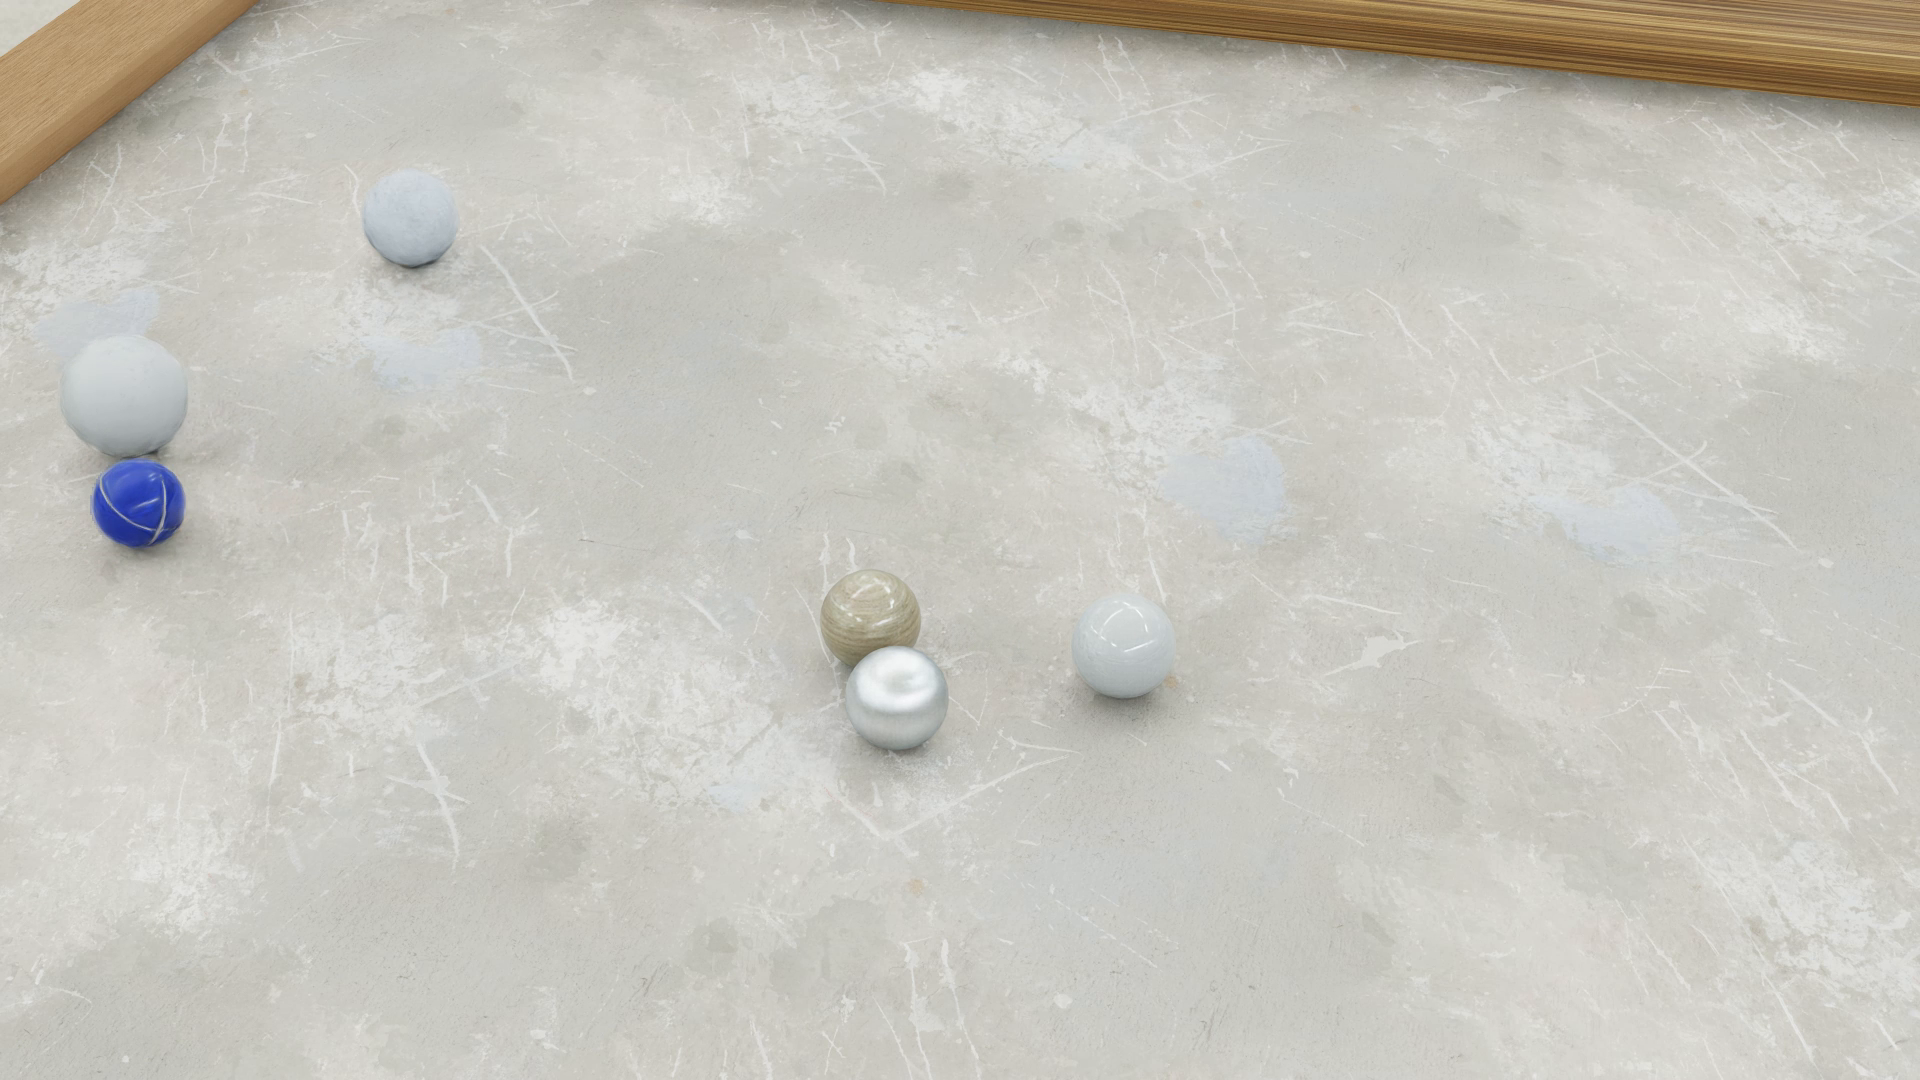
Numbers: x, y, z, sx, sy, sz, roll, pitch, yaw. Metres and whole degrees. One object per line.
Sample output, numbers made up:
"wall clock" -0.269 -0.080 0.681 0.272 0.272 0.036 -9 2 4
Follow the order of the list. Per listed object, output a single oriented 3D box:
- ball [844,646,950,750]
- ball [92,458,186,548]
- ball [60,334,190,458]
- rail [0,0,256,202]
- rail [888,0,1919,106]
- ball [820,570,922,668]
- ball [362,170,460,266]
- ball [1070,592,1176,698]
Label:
"ball" -0.043 0.107 1.747 0.071 0.071 0.071 0 34 0
"ball" -0.623 -0.028 1.949 0.068 0.068 0.068 0 34 0
"ball" -0.668 -0.116 2.052 0.099 0.099 0.099 0 34 0
"rail" -0.987 -0.167 2.099 0.045 0.128 2.140 8 35 12
"rail" 1.276 -0.440 2.503 4.177 0.128 0.045 8 35 12
"ball" -0.063 0.057 1.821 0.072 0.072 0.072 0 34 0
"ball" -0.497 -0.291 2.323 0.086 0.086 0.086 0 34 0
"ball" 0.114 0.074 1.794 0.074 0.074 0.074 0 34 0
